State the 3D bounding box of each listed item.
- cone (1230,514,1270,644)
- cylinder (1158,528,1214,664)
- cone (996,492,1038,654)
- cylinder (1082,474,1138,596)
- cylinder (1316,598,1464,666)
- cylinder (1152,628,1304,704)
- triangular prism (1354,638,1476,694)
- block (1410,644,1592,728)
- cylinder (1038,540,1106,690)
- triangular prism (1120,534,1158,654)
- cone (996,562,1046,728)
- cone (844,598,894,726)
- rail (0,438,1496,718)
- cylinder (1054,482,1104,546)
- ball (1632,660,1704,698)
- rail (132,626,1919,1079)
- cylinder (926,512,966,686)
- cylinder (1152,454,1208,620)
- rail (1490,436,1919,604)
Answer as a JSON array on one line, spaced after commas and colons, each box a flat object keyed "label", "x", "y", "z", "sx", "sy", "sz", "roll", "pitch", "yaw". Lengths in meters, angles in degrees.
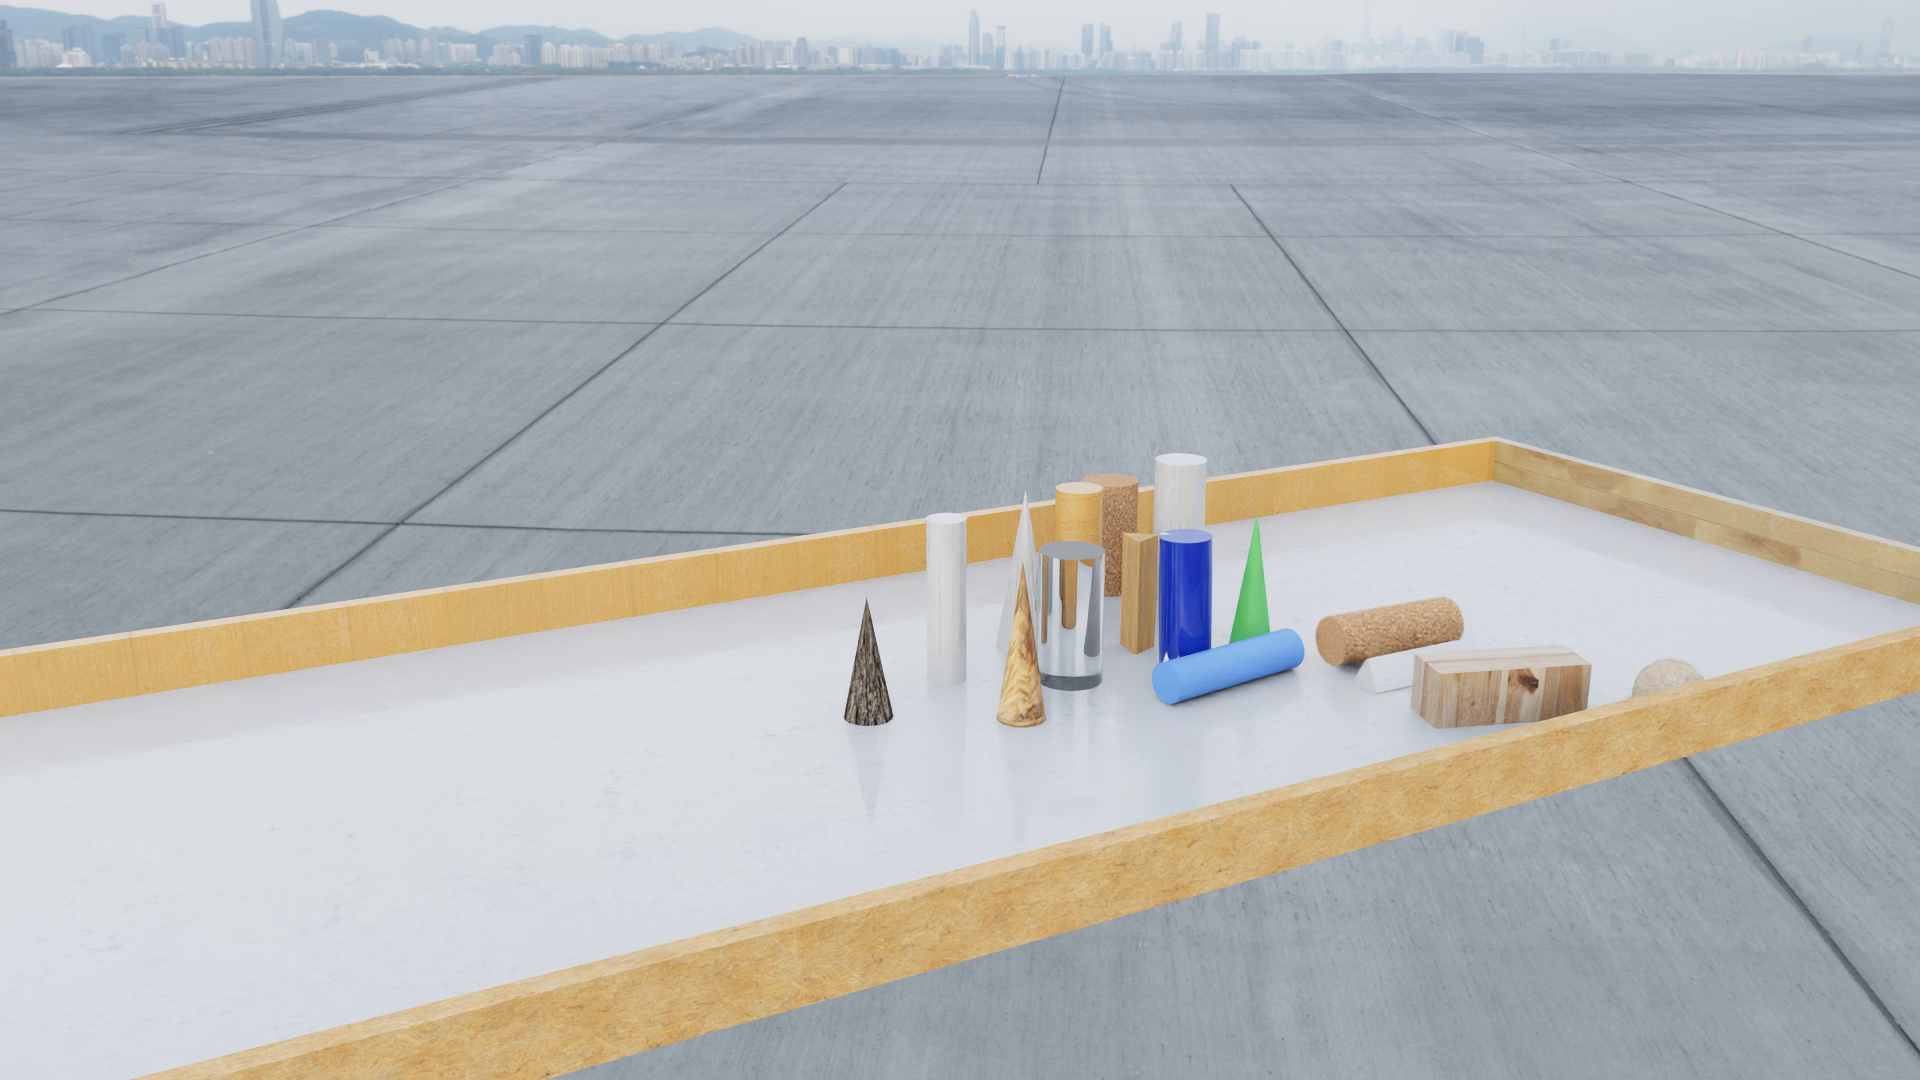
[{"label": "cone", "x": 0.769, "y": 0.109, "z": 4.319, "sx": 0.116, "sy": 0.375, "sz": 0.116, "roll": 0, "pitch": 16, "yaw": 0}, {"label": "cylinder", "x": 0.566, "y": 0.165, "z": 4.144, "sx": 0.133, "sy": 0.363, "sz": 0.133, "roll": -2, "pitch": 16, "yaw": 0}, {"label": "cone", "x": 0.170, "y": 0.075, "z": 4.335, "sx": 0.151, "sy": 0.431, "sz": 0.151, "roll": 0, "pitch": 16, "yaw": 0}, {"label": "cylinder", "x": 0.435, "y": -0.016, "z": 4.825, "sx": 0.163, "sy": 0.329, "sz": 0.163, "roll": 0, "pitch": 16, "yaw": 0}, {"label": "cylinder", "x": 1.126, "y": 0.238, "z": 4.318, "sx": 0.381, "sy": 0.127, "sz": 0.127, "roll": -8, "pitch": 18, "yaw": -24}, {"label": "cylinder", "x": 0.672, "y": 0.312, "z": 4.111, "sx": 0.426, "sy": 0.103, "sz": 0.103, "roll": -11, "pitch": 20, "yaw": -34}, {"label": "triangular prism", "x": 1.161, "y": 0.308, "z": 4.163, "sx": 0.348, "sy": 0.076, "sz": 0.088, "roll": -8, "pitch": 18, "yaw": -26}, {"label": "block", "x": 1.287, "y": 0.348, "z": 3.929, "sx": 0.380, "sy": 0.137, "sz": 0.137, "roll": -3, "pitch": 17, "yaw": -9}, {"label": "cylinder", "x": 0.277, "y": 0.188, "z": 4.113, "sx": 0.164, "sy": 0.339, "sz": 0.164, "roll": 0, "pitch": 16, "yaw": 0}, {"label": "triangular prism", "x": 0.459, "y": 0.136, "z": 4.344, "sx": 0.077, "sy": 0.308, "sz": 0.089, "roll": 13, "pitch": 21, "yaw": 37}, {"label": "cone", "x": 0.146, "y": 0.236, "z": 3.861, "sx": 0.117, "sy": 0.389, "sz": 0.117, "roll": 0, "pitch": 16, "yaw": 0}, {"label": "cone", "x": -0.218, "y": 0.276, "z": 3.883, "sx": 0.118, "sy": 0.301, "sz": 0.118, "roll": 0, "pitch": 16, "yaw": 0}, {"label": "rail", "x": -3.305, "y": 0.497, "z": 3.399, "sx": 12.000, "sy": 0.150, "sz": 0.050, "roll": -9, "pitch": 18, "yaw": -27}, {"label": "cylinder", "x": 0.328, "y": 0.034, "z": 4.587, "sx": 0.131, "sy": 0.369, "sz": 0.131, "roll": 0, "pitch": 16, "yaw": 0}, {"label": "ball", "x": 1.651, "y": 0.361, "z": 3.833, "sx": 0.166, "sy": 0.166, "sz": 0.166, "roll": 0, "pitch": 16, "yaw": 0}, {"label": "rail", "x": -2.336, "y": 1.006, "z": 1.665, "sx": 12.000, "sy": 0.150, "sz": 0.050, "roll": -9, "pitch": 18, "yaw": -27}, {"label": "cylinder", "x": -0.034, "y": 0.148, "z": 4.108, "sx": 0.101, "sy": 0.419, "sz": 0.101, "roll": 0, "pitch": 16, "yaw": 0}, {"label": "cylinder", "x": 0.605, "y": -0.005, "z": 4.574, "sx": 0.141, "sy": 0.450, "sz": 0.141, "roll": 0, "pitch": 16, "yaw": 0}, {"label": "rail", "x": 2.466, "y": -0.048, "z": 5.253, "sx": 0.050, "sy": 0.150, "sz": 2.100, "roll": -9, "pitch": 18, "yaw": -27}]
